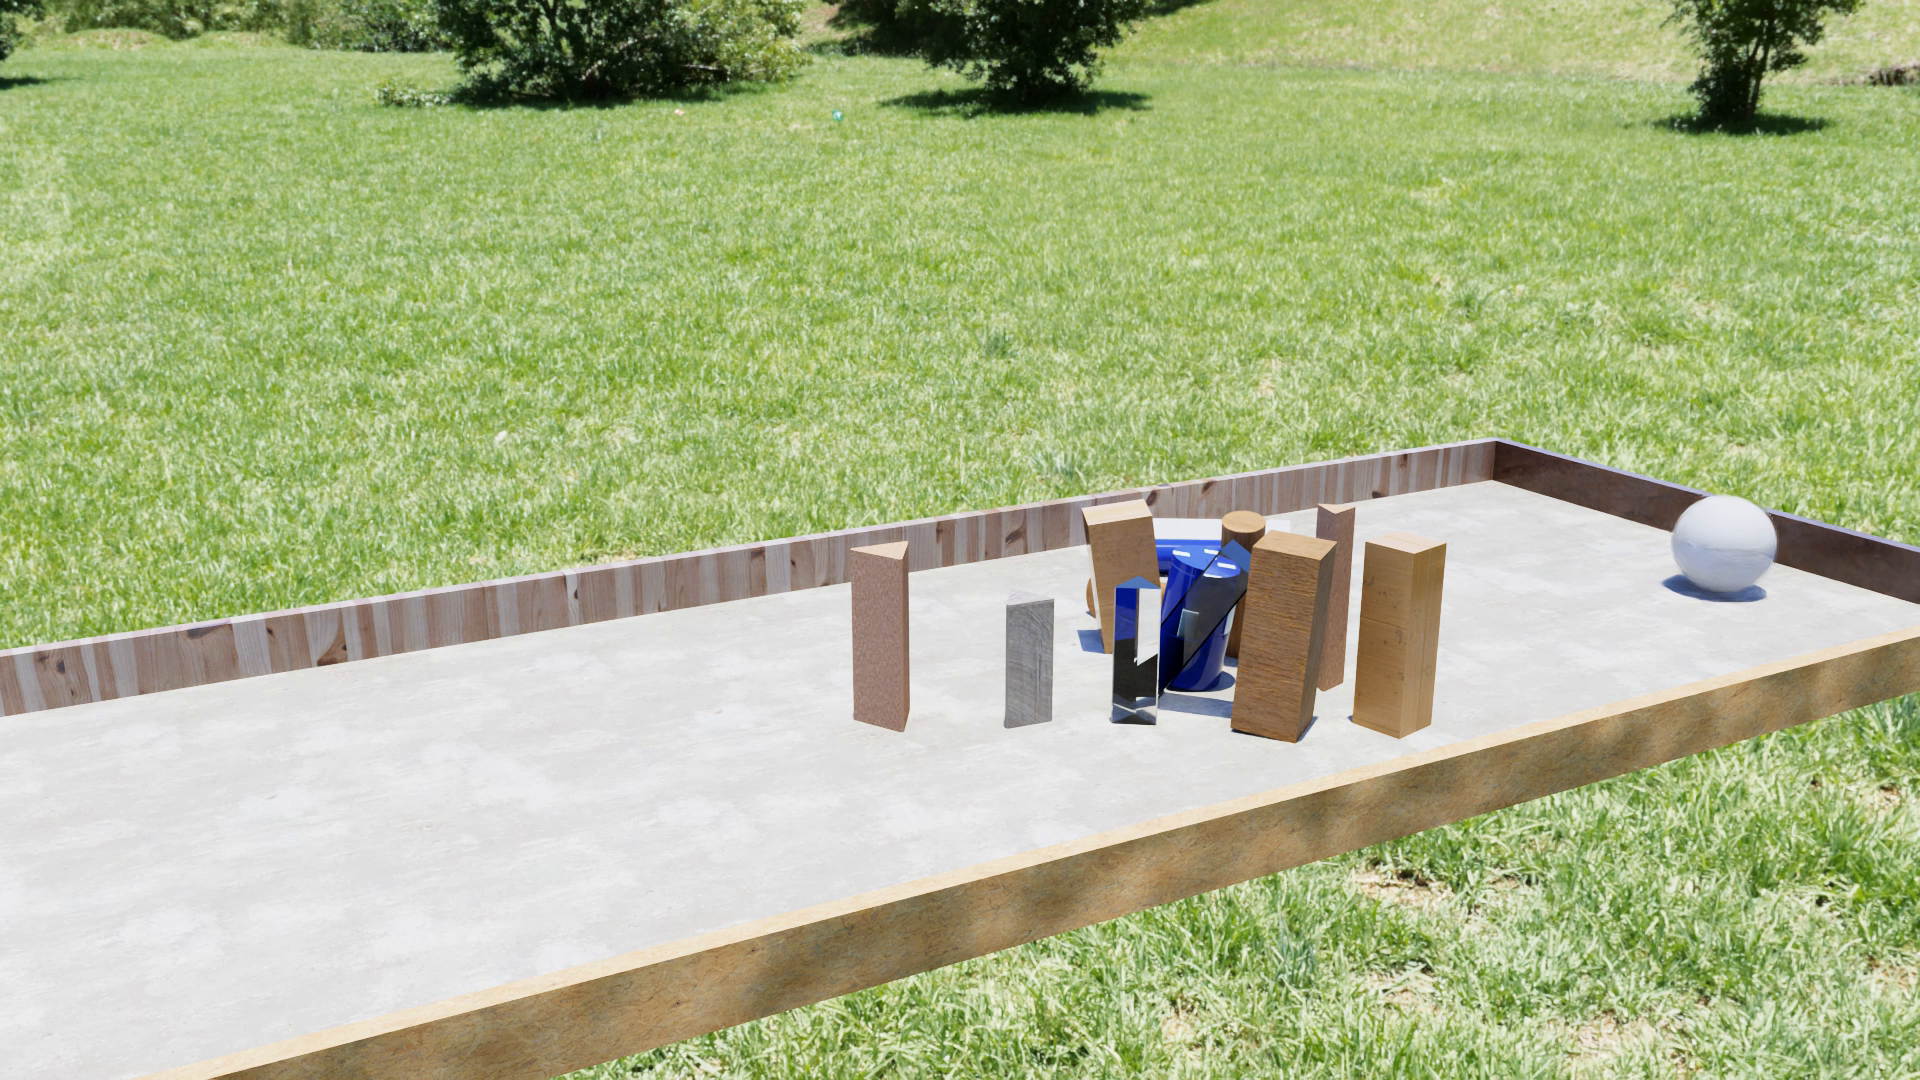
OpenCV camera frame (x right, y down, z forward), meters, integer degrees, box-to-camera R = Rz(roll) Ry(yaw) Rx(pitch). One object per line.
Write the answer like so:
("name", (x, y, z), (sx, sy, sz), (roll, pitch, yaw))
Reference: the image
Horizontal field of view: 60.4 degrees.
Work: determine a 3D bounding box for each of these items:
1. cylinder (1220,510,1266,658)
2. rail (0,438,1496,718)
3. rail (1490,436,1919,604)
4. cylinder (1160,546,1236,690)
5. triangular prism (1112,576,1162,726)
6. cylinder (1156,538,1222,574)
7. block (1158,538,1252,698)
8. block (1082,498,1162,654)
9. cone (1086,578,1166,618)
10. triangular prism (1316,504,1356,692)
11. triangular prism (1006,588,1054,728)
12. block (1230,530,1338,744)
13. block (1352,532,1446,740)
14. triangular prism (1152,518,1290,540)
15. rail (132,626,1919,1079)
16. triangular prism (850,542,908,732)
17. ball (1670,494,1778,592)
("cylinder", (0.724, 0.117, 4.252), (0.110, 0.381, 0.110), (-2, 31, 1))
("rail", (-3.305, 0.497, 3.399), (12.000, 0.150, 0.050), (-9, 18, -27))
("rail", (2.466, -0.048, 5.253), (0.050, 0.150, 2.100), (-9, 18, -27))
("cylinder", (0.588, 0.192, 4.099), (0.179, 0.315, 0.179), (8, 20, -3))
("triangular prism", (0.414, 0.259, 3.876), (0.106, 0.337, 0.091), (2, 16, 7))
("cylinder", (0.677, 0.049, 4.999), (0.393, 0.106, 0.106), (1, 16, 3))
("block", (0.549, 0.201, 3.929), (0.102, 0.435, 0.102), (40, 28, 11))
("block", (0.435, 0.095, 4.361), (0.167, 0.357, 0.167), (-9, 16, 1))
("cone", (0.572, 0.156, 4.700), (0.424, 0.144, 0.144), (1, 13, -33))
("triangular prism", (0.903, 0.139, 4.071), (0.089, 0.457, 0.077), (-16, 22, -42))
("triangular prism", (0.143, 0.274, 3.880), (0.120, 0.305, 0.104), (-7, 18, -22))
("block", (0.744, 0.220, 3.799), (0.156, 0.444, 0.156), (12, 20, 23))
("block", (1.016, 0.219, 3.819), (0.130, 0.447, 0.130), (-14, 21, -40))
("triangular prism", (0.802, 0.001, 5.098), (0.426, 0.135, 0.156), (1, 16, 3))
("rail", (-2.336, 1.006, 1.665), (12.000, 0.150, 0.050), (-9, 18, -27))
("triangular prism", (-0.158, 0.219, 3.861), (0.143, 0.421, 0.124), (11, 20, 33))
("ball", (2.230, 0.010, 4.820), (0.283, 0.283, 0.283), (0, 16, 0))
